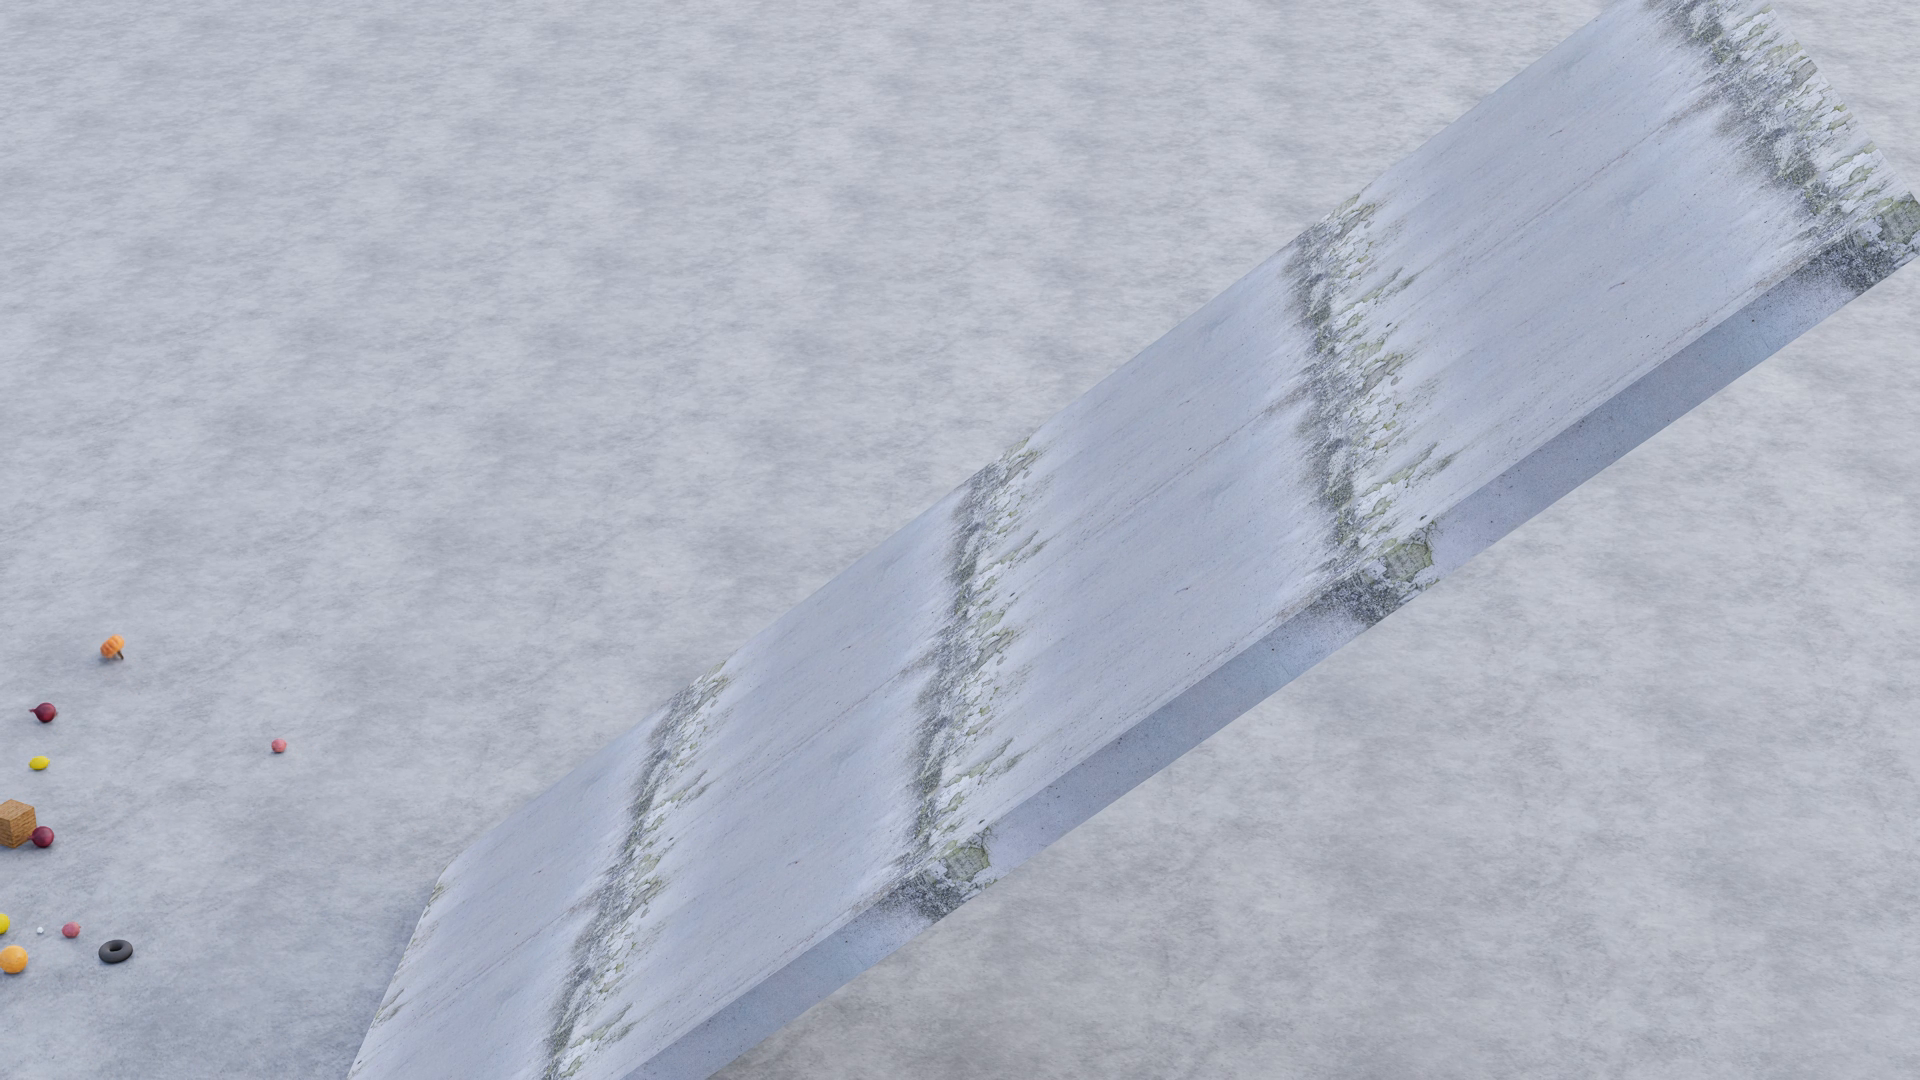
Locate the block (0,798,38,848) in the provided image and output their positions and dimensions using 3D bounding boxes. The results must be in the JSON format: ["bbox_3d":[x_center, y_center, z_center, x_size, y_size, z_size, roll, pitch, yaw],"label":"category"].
[{"bbox_3d":[-2.618,0.784,8.127,0.090,0.090,0.090,13,27,27],"label":"block"}]

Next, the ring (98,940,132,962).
[{"bbox_3d":[-2.176,1.060,7.581,0.087,0.029,0.087,0,25,0],"label":"ring"}]

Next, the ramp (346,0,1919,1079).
[{"bbox_3d":[0.119,0.186,6.343,4.000,0.100,2.000,-36,16,18],"label":"ramp"}]
